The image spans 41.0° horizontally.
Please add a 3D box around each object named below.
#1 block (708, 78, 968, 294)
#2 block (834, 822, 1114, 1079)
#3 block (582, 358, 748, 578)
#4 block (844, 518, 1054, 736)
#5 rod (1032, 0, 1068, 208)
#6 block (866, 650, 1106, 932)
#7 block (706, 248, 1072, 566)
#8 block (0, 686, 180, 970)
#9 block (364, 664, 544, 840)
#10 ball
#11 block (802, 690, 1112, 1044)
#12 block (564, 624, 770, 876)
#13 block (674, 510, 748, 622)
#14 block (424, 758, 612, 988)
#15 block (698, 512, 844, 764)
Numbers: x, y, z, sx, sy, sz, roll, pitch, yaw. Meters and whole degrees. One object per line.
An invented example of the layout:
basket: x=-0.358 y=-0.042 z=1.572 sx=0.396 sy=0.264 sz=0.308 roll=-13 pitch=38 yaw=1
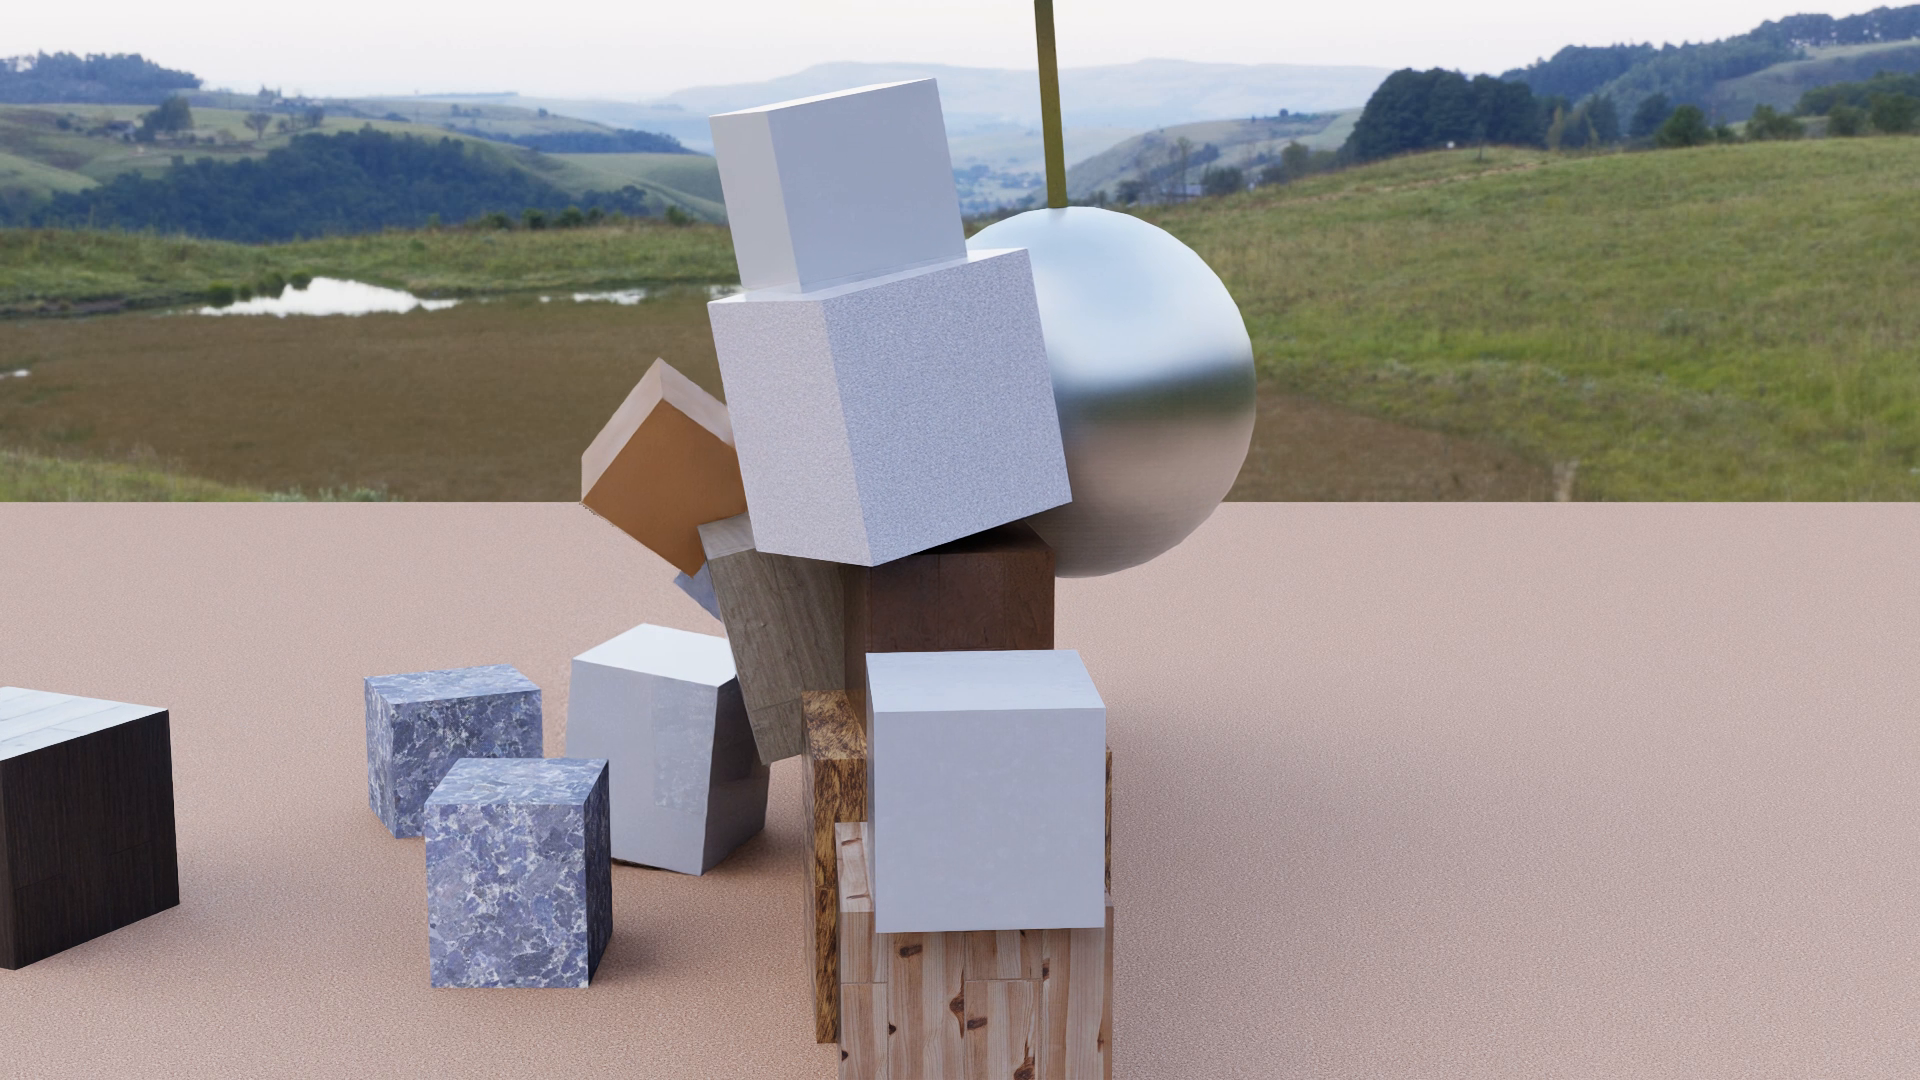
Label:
block: x=-0.468 y=-1.340 z=9.706 sx=0.670 sy=0.669 sz=0.700 roll=-15 pitch=13 yaw=-21
block: x=0.023 y=1.518 z=8.874 sx=0.888 sy=0.839 sz=1.009 roll=-1 pitch=10 yaw=-4
block: x=-1.257 y=-0.326 z=11.315 sx=0.592 sy=0.576 sz=0.658 roll=36 pitch=11 yaw=-18
block: x=-0.054 y=0.323 z=9.870 sx=0.709 sy=0.686 sz=0.735 roll=-2 pitch=10 yaw=-9
rod: x=0.208 y=-3.969 z=10.459 sx=0.080 sy=5.200 sz=0.080 roll=-5 pitch=10 yaw=1
block: x=0.068 y=0.806 z=8.442 sx=0.723 sy=0.716 sz=0.819 roll=-1 pitch=10 yaw=-4
block: x=-0.265 y=-0.520 z=9.682 sx=0.924 sy=0.972 sz=0.815 roll=-18 pitch=14 yaw=-33
block: x=-3.961 y=1.174 z=10.704 sx=0.929 sy=0.860 sz=0.922 roll=5 pitch=11 yaw=26
block: x=-2.420 y=0.999 z=12.272 sx=0.710 sy=0.644 sz=0.595 roll=-5 pitch=11 yaw=-24
ball: x=0.480 y=-0.634 z=11.065 sx=1.600 sy=1.600 sz=1.600 roll=0 pitch=10 yaw=0
block: x=-0.041 y=1.215 z=9.882 sx=1.084 sy=1.074 sz=1.053 roll=-1 pitch=10 yaw=-6
block: x=-1.320 y=0.942 z=11.731 sx=0.700 sy=0.876 sz=0.774 roll=10 pitch=13 yaw=15
block: x=-0.685 y=0.113 z=11.658 sx=0.850 sy=0.694 sz=0.683 roll=40 pitch=19 yaw=-5
block: x=-1.749 y=1.318 z=10.244 sx=0.613 sy=0.741 sz=0.673 roll=0 pitch=10 yaw=1
block: x=-0.522 y=0.303 z=10.709 sx=0.917 sy=0.860 sz=0.947 roll=-15 pitch=10 yaw=-6
